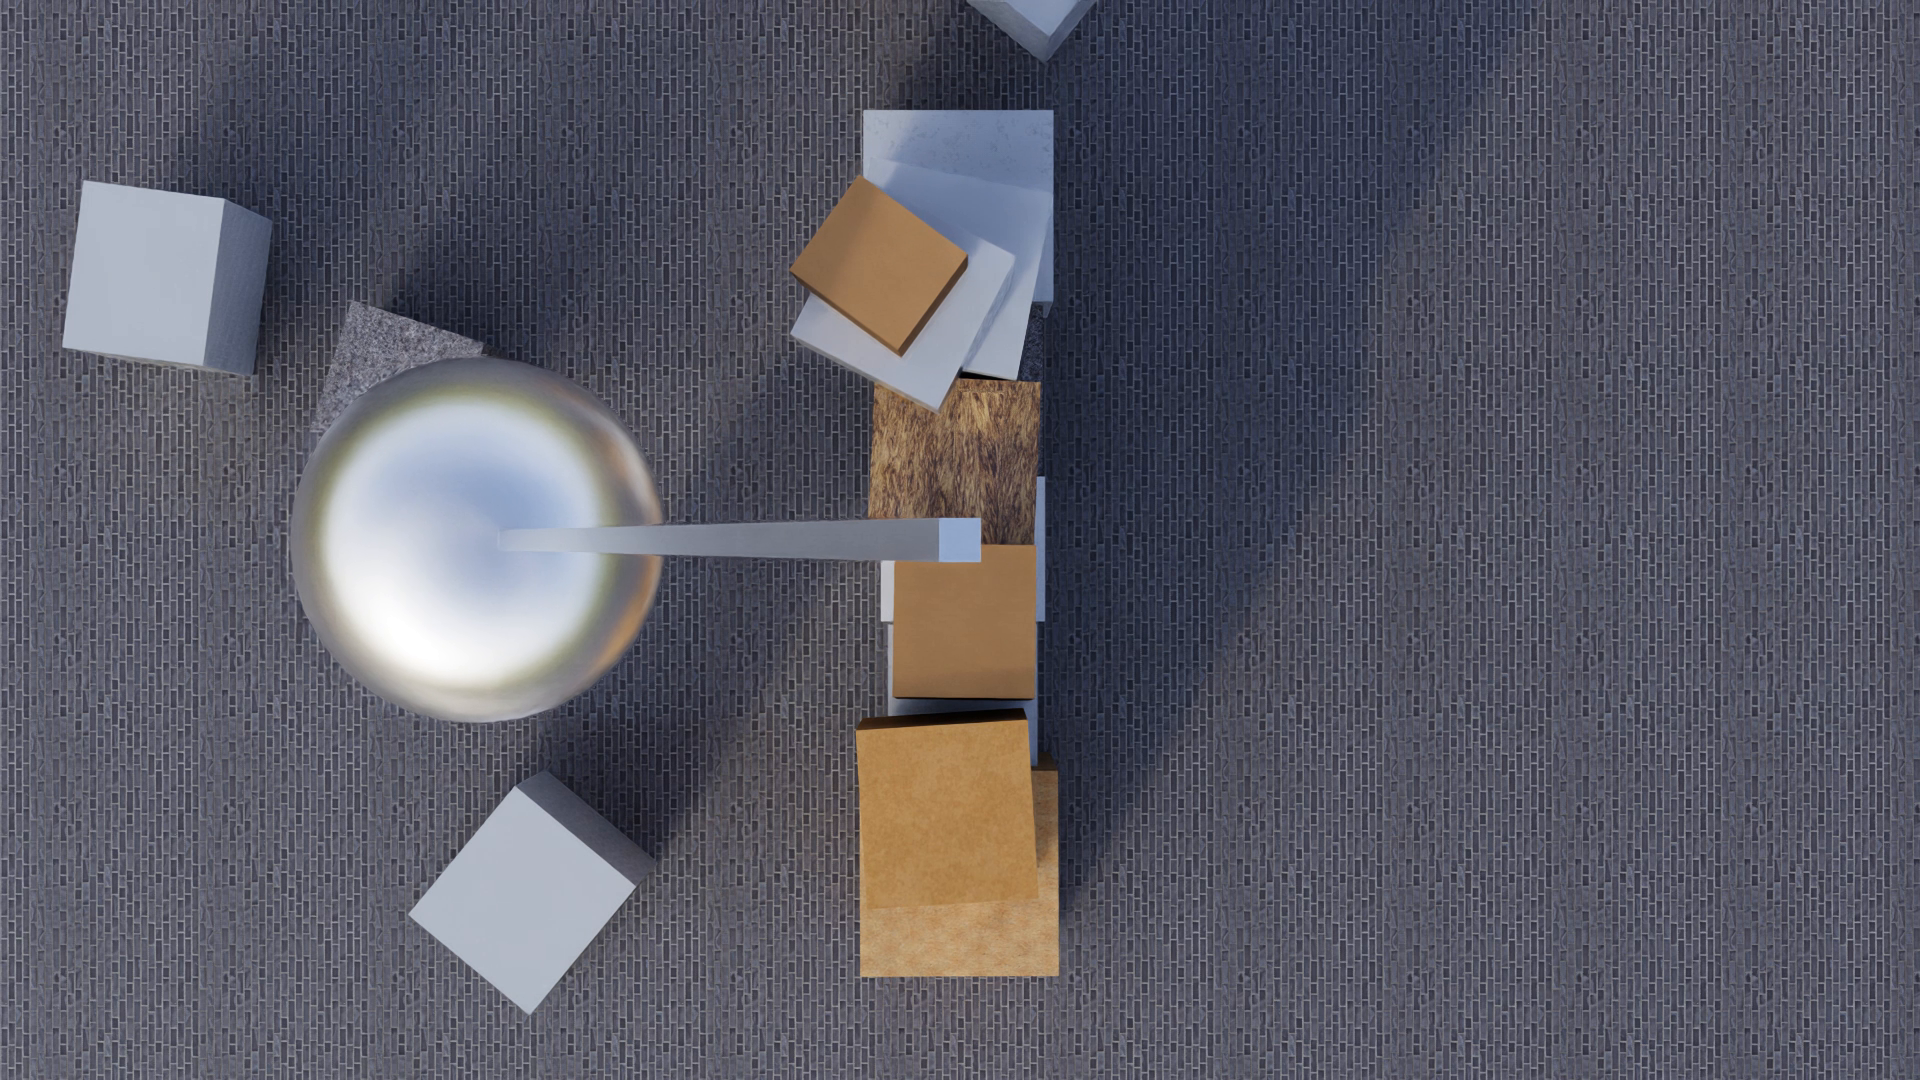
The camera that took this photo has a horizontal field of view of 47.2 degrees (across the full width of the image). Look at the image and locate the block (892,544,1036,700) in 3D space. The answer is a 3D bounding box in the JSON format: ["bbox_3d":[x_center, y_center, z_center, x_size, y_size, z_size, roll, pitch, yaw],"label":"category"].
[{"bbox_3d":[0.023,0.450,11.668,0.728,0.859,0.784,1,85,0],"label":"block"}]

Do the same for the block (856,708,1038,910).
[{"bbox_3d":[-0.064,1.389,11.523,0.873,0.797,0.907,-4,90,0],"label":"block"}]

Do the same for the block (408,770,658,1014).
[{"bbox_3d":[-2.411,1.986,12.555,0.869,0.890,0.921,40,90,0],"label":"block"}]

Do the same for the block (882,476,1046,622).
[{"bbox_3d":[0.017,0.050,12.605,0.911,0.789,0.804,0,90,0],"label":"block"}]

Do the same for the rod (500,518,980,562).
[{"bbox_3d":[-0.906,0.000,6.408,0.080,5.200,0.080,0,90,-20],"label":"rod"}]

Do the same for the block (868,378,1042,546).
[{"bbox_3d":[-0.029,-0.403,11.840,0.869,0.743,0.867,3,89,0],"label":"block"}]

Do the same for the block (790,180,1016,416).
[{"bbox_3d":[-0.272,-1.179,10.902,0.795,0.768,0.822,27,91,-1],"label":"block"}]

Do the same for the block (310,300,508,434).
[{"bbox_3d":[-3.165,-0.866,12.685,0.783,0.630,0.764,18,90,0],"label":"block"}]

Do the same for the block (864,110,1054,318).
[{"bbox_3d":[-0.009,-1.839,12.549,1.046,0.903,1.051,0,90,0],"label":"block"}]

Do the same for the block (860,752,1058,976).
[{"bbox_3d":[-0.005,1.810,12.461,1.076,1.078,1.113,0,90,0],"label":"block"}]

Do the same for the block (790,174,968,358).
[{"bbox_3d":[-0.368,-1.261,10.225,0.610,0.582,0.536,36,91,-1],"label":"block"}]

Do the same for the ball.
[{"bbox_3d":[-2.091,0.000,9.595,1.600,1.600,1.600,0,90,0],"label":"ball"}]

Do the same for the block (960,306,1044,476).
[{"bbox_3d":[-0.003,-0.832,12.610,0.930,0.779,0.941,0,90,0],"label":"block"}]

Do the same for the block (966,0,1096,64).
[{"bbox_3d":[0.483,-3.295,12.642,0.636,0.716,0.733,39,90,0],"label":"block"}]

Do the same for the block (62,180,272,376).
[{"bbox_3d":[-4.511,-1.475,12.573,0.785,0.854,0.930,7,90,0],"label":"block"}]

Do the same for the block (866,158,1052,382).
[{"bbox_3d":[-0.083,-1.402,11.689,0.953,0.813,0.971,11,91,0],"label":"block"}]

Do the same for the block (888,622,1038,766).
[{"bbox_3d":[0.015,0.855,12.549,0.822,0.902,0.780,0,90,0],"label":"block"}]
